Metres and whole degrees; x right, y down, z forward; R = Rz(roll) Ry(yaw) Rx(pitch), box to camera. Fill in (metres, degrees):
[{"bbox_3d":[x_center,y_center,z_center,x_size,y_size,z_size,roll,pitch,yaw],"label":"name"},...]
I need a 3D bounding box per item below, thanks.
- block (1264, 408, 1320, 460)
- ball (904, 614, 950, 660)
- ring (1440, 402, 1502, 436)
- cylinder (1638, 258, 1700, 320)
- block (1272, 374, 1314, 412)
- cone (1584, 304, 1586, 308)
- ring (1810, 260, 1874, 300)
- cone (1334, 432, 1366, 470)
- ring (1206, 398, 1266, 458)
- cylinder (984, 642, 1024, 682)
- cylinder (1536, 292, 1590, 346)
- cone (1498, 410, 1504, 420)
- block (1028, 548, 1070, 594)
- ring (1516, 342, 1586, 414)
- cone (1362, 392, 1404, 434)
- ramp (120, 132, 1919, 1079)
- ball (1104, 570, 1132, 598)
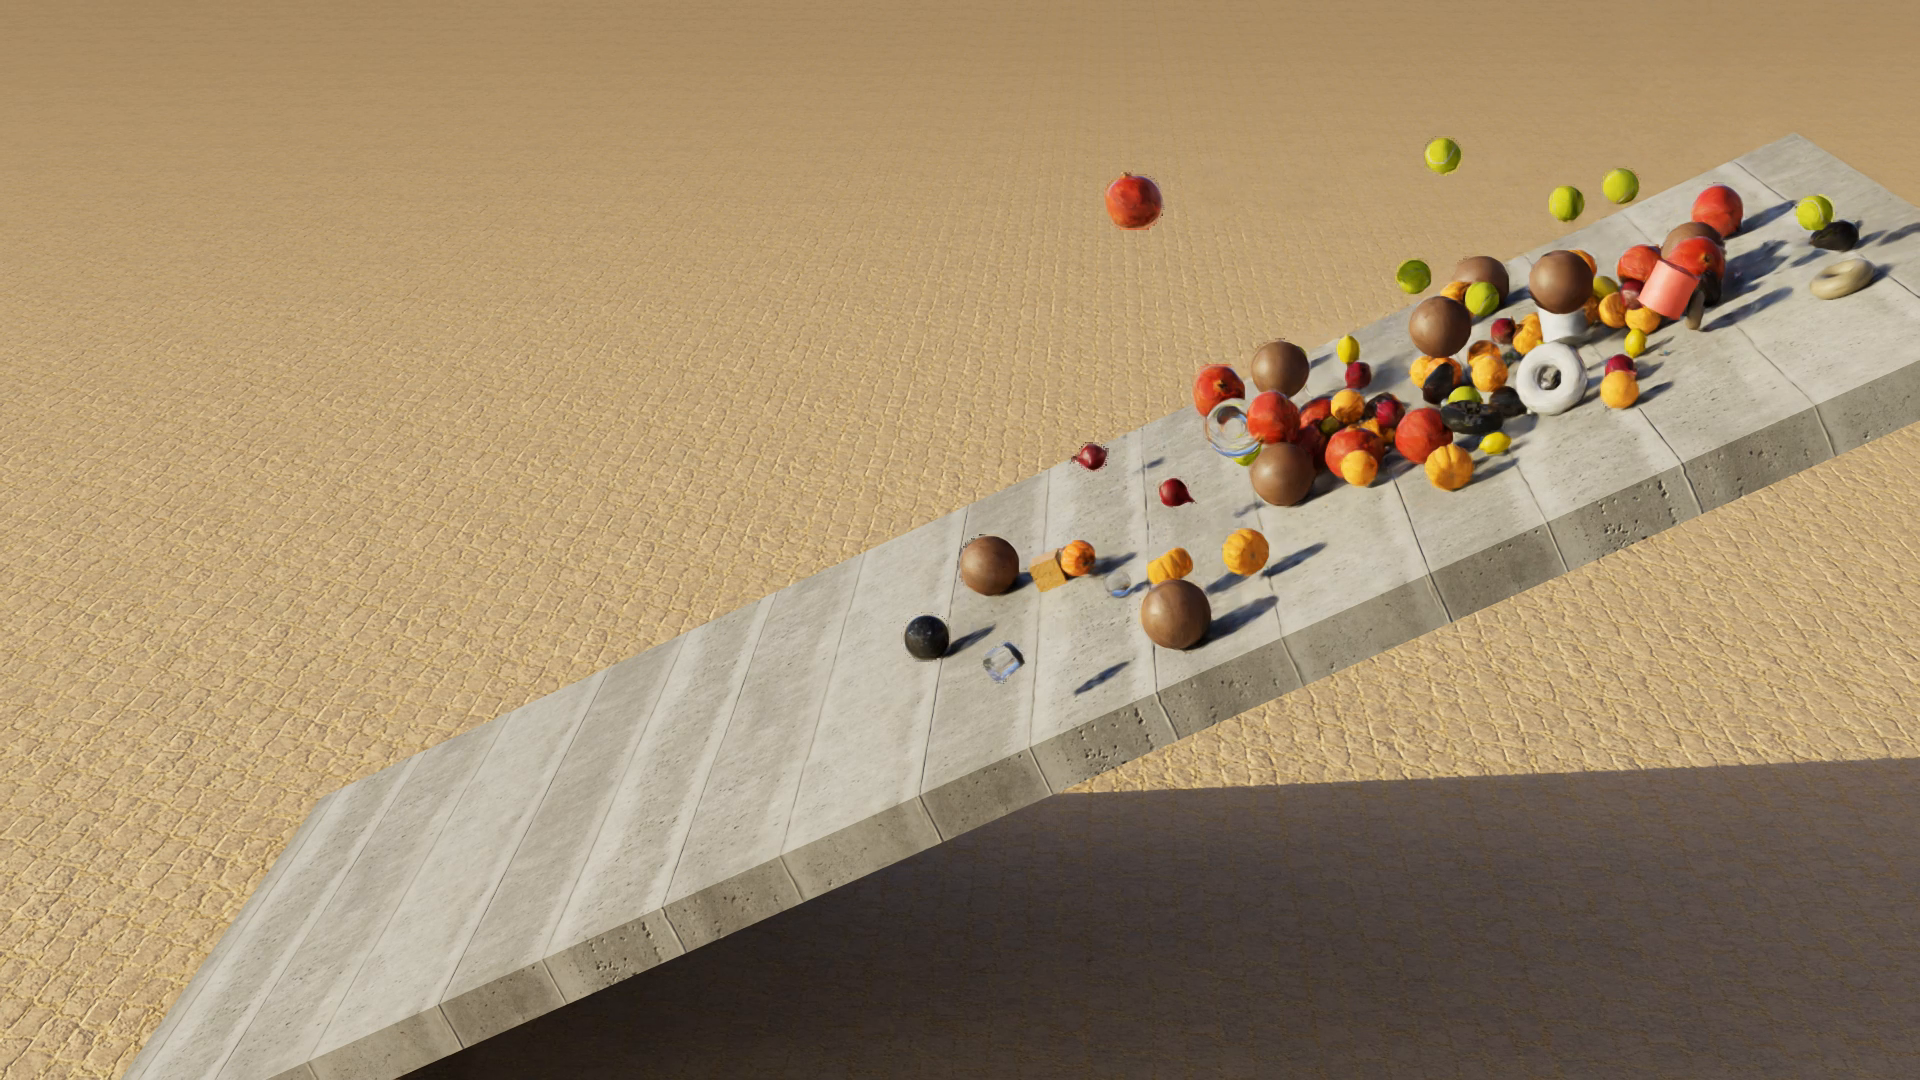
[{"bbox_3d":[0.711,-0.228,6.321,0.076,0.076,0.076,-35,16,-33],"label":"block"},{"bbox_3d":[-0.069,0.203,6.109,0.096,0.096,0.096,0,16,0],"label":"ball"},{"bbox_3d":[0.994,-0.236,5.713,0.122,0.041,0.122,4,22,-2],"label":"ring"},{"bbox_3d":[1.377,-0.487,5.712,0.089,0.089,0.089,23,17,-8],"label":"cylinder"},{"bbox_3d":[0.750,-0.320,6.612,0.071,0.071,0.071,-23,14,13],"label":"block"},{"bbox_3d":[1.302,-0.485,6.215,0.054,0.054,0.054,-29,-1,32],"label":"cone"},{"bbox_3d":[1.677,-0.496,5.592,0.123,0.041,0.123,-24,14,7],"label":"ring"},{"bbox_3d":[0.789,-0.191,6.047,0.070,0.070,0.070,-25,13,6],"label":"cone"},{"bbox_3d":[0.569,-0.231,6.084,0.124,0.124,0.041,2,8,8],"label":"ring"},{"bbox_3d":[0.081,0.226,5.435,0.054,0.054,0.054,-36,33,-26],"label":"cylinder"},{"bbox_3d":[1.243,-0.453,6.062,0.093,0.093,0.093,-8,-12,-2],"label":"cylinder"},{"bbox_3d":[1.044,-0.231,5.819,0.050,0.050,0.050,26,-19,10],"label":"cone"},{"bbox_3d":[0.189,0.065,6.222,0.062,0.062,0.062,-23,14,15],"label":"block"},{"bbox_3d":[1.149,-0.314,5.715,0.145,0.145,0.048,12,-2,37],"label":"ring"},{"bbox_3d":[0.896,-0.243,6.103,0.092,0.092,0.092,-7,34,-24],"label":"cone"},{"bbox_3d":[0.136,0.168,6.282,4.000,0.100,2.000,-24,13,9],"label":"ramp"},{"bbox_3d":[0.317,0.088,5.905,0.055,0.055,0.055,0,16,0],"label":"ball"}]
